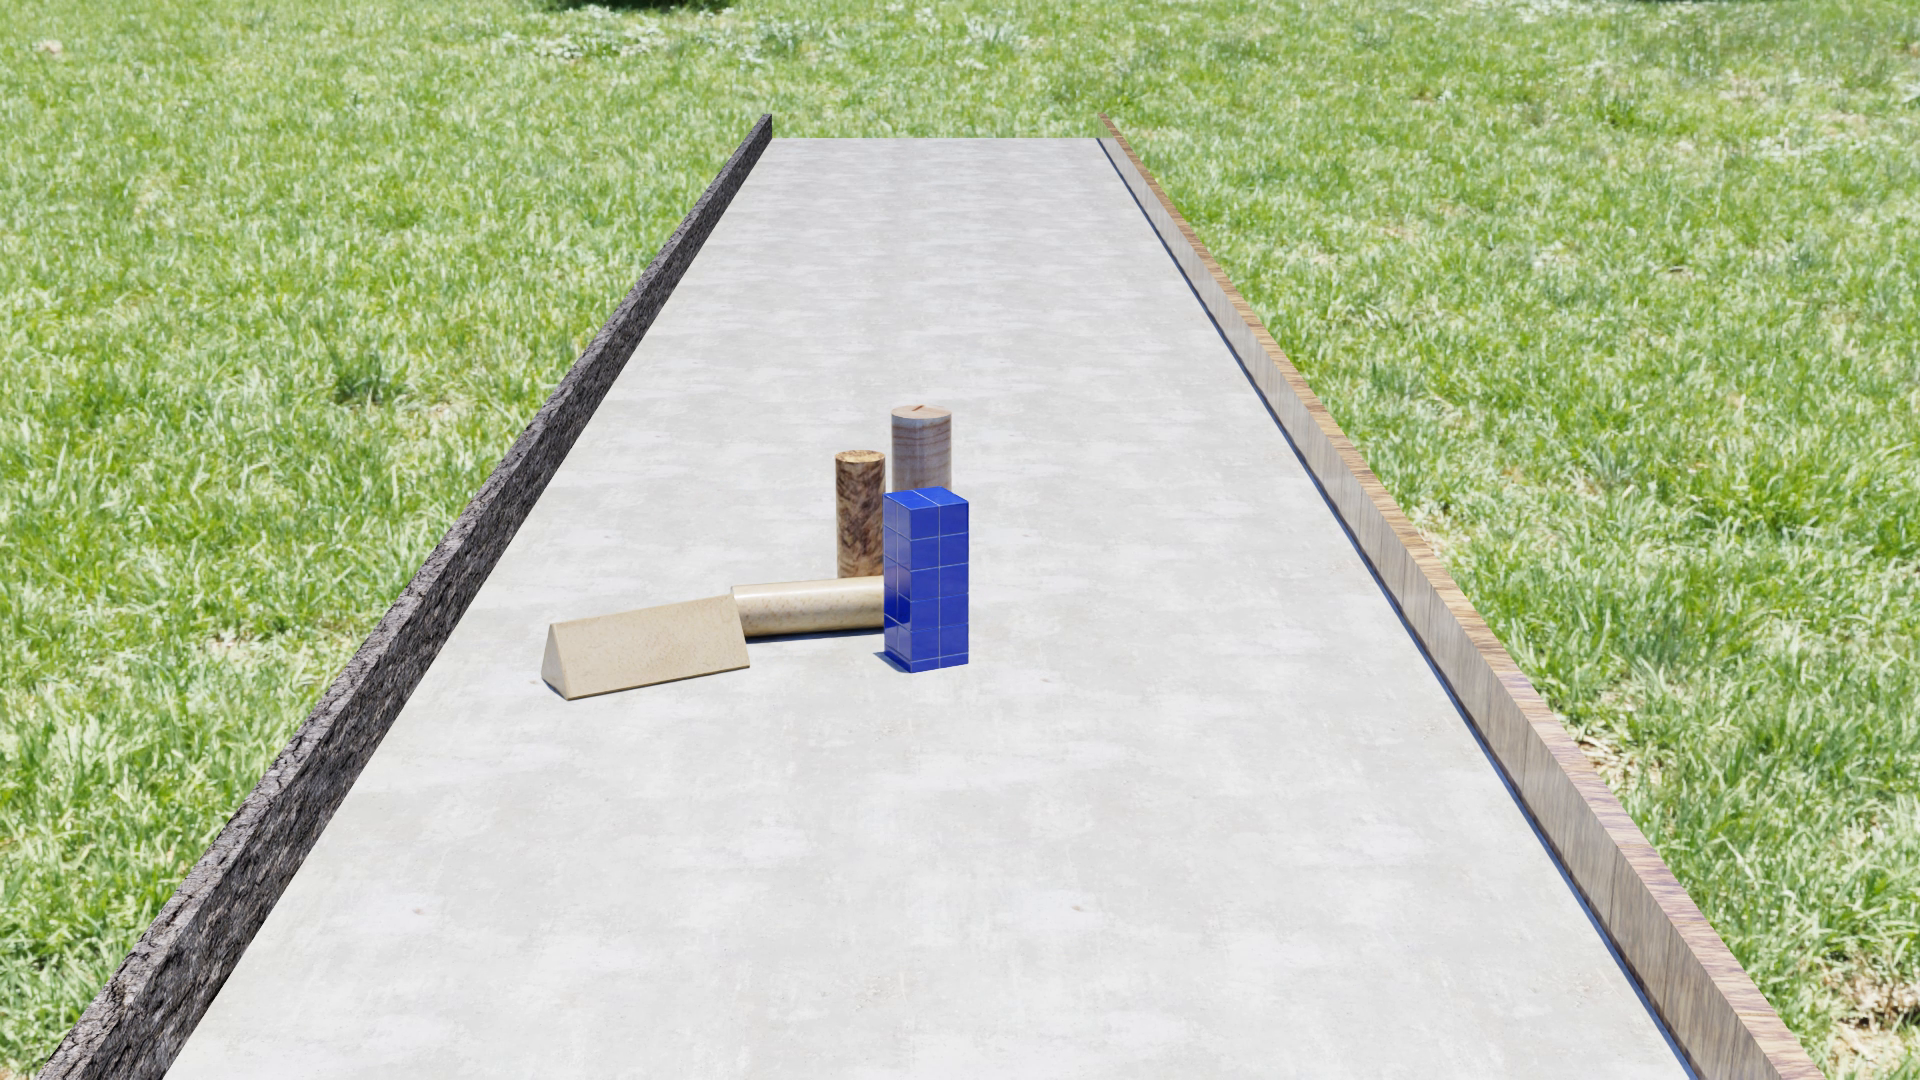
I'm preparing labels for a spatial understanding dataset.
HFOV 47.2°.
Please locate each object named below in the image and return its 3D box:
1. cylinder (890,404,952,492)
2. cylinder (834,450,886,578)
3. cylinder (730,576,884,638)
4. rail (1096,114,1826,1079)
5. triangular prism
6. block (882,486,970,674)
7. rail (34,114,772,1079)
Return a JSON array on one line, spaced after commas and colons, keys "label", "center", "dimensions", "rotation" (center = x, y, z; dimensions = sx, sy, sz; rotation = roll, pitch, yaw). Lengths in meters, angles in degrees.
[{"label": "cylinder", "center": [-0.085, -0.100, 4.896], "dimensions": [0.135, 0.381, 0.135], "rotation": [0, 17, 0]}, {"label": "cylinder", "center": [-0.210, -0.012, 4.667], "dimensions": [0.107, 0.342, 0.107], "rotation": [0, 16, 0]}, {"label": "cylinder", "center": [-0.258, 0.135, 4.583], "dimensions": [0.431, 0.109, 0.109], "rotation": [-4, 17, -13]}, {"label": "rail", "center": [0.932, -0.844, 7.801], "dimensions": [0.050, 0.150, 12.000], "rotation": [0, 17, -1]}, {"label": "triangular prism", "center": [-0.619, 0.196, 4.324], "dimensions": [0.381, 0.131, 0.151], "rotation": [-9, 19, -28]}, {"label": "block", "center": [-0.068, 0.078, 4.373], "dimensions": [0.128, 0.337, 0.128], "rotation": [-8, 18, -25]}, {"label": "rail", "center": [-1.118, -0.838, 7.780], "dimensions": [0.050, 0.150, 12.000], "rotation": [0, 17, -1]}]
